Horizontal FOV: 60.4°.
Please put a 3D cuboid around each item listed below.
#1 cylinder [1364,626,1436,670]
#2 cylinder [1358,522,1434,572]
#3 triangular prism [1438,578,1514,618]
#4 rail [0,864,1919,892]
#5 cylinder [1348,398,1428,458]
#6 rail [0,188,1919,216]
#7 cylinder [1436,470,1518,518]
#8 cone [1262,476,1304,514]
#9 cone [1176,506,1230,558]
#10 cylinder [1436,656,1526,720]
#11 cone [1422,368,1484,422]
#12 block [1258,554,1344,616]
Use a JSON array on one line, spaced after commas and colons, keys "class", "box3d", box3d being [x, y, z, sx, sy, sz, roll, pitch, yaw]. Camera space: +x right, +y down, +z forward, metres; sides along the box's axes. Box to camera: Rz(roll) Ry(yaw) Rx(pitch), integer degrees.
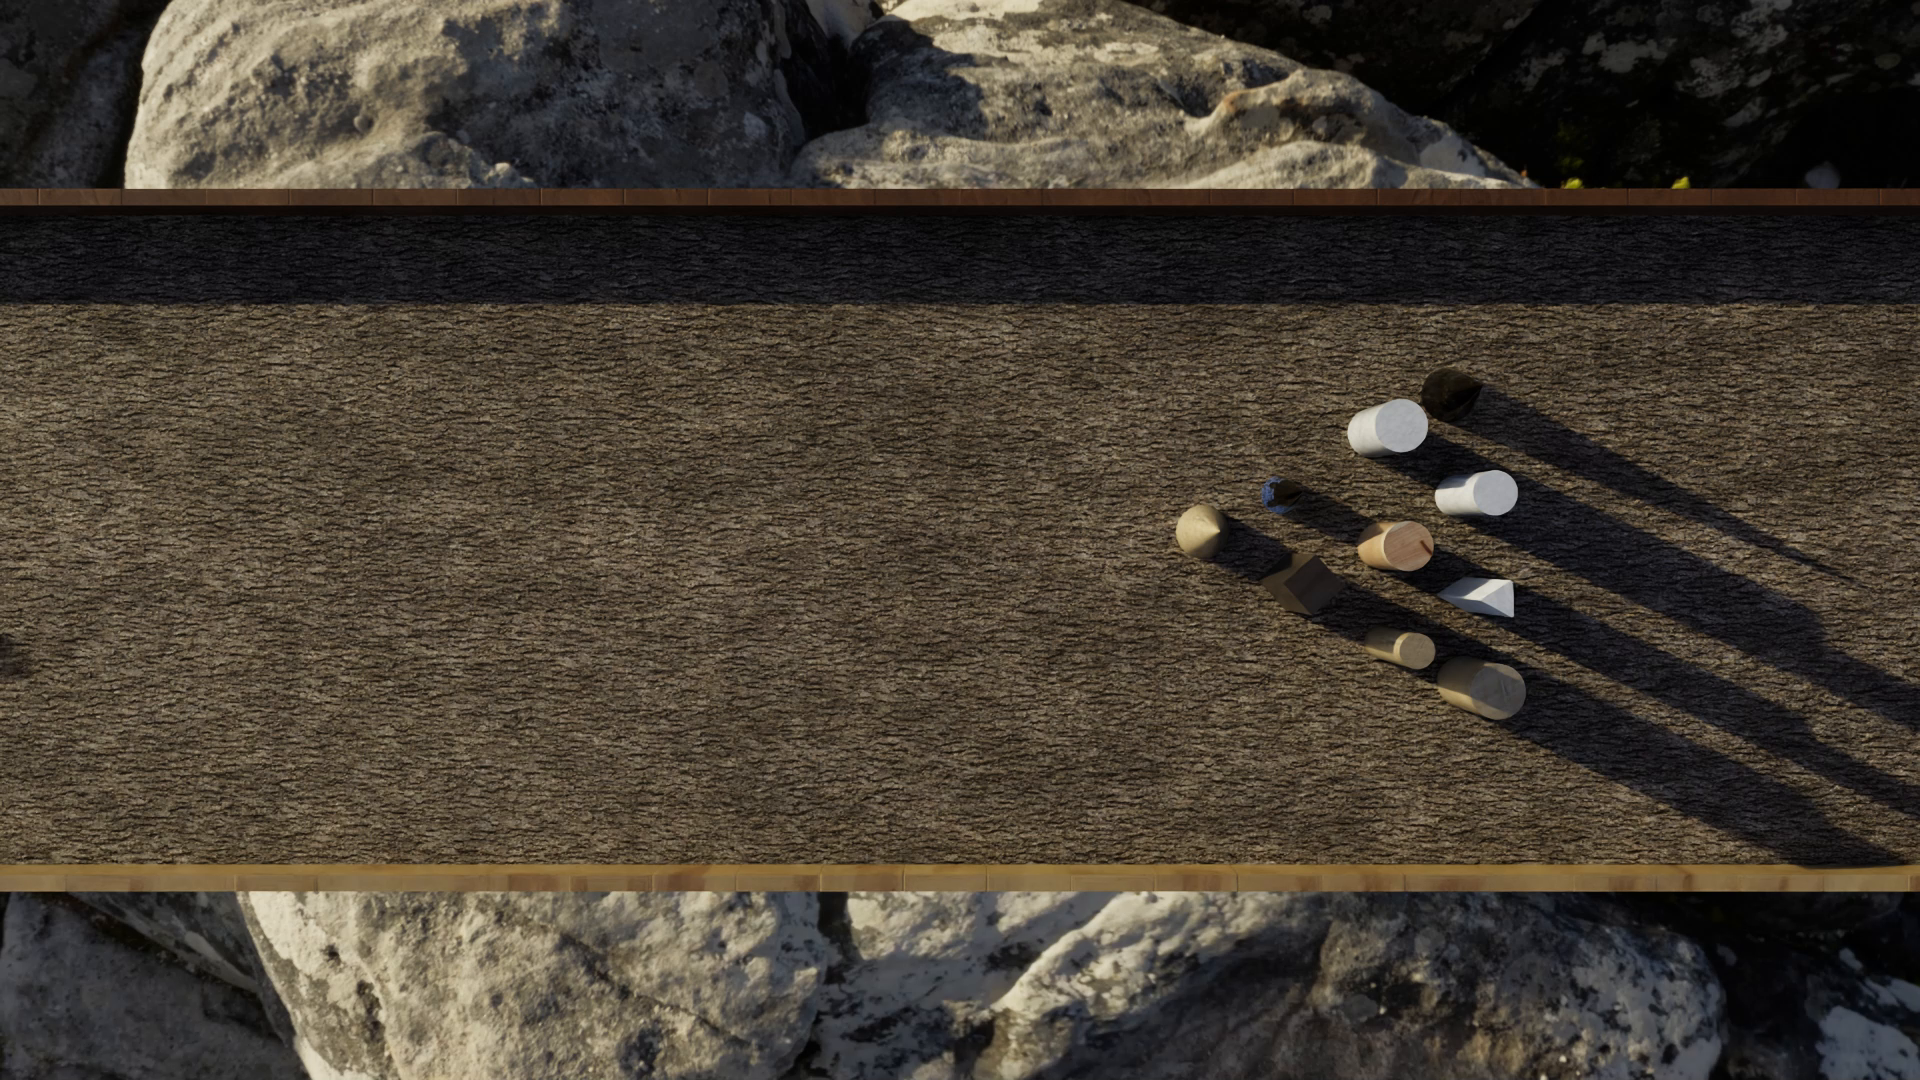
[{"class": "cylinder", "box3d": [1.295, 0.315, 4.872, 0.102, 0.408, 0.102, 0, 90, 0]}, {"class": "cylinder", "box3d": [1.295, 0.018, 4.918, 0.145, 0.316, 0.145, 0, 90, 0]}, {"class": "triangular prism", "box3d": [1.533, 0.154, 4.859, 0.103, 0.434, 0.089, 28, 90, 0]}, {"class": "rail", "box3d": [-2.247, 1.025, 5.001, 12.000, 0.150, 0.050, 0, 90, 0]}, {"class": "cylinder", "box3d": [1.270, -0.329, 4.911, 0.154, 0.332, 0.154, 0, 90, 0]}, {"class": "rail", "box3d": [-2.247, -1.025, 5.002, 12.000, 0.150, 0.050, 0, 90, 0]}, {"class": "cylinder", "box3d": [1.527, -0.134, 4.890, 0.130, 0.373, 0.130, 0, 90, 0]}, {"class": "cone", "box3d": [0.985, -0.140, 4.898, 0.117, 0.357, 0.117, 0, 90, 0]}, {"class": "cone", "box3d": [0.748, -0.025, 4.908, 0.165, 0.337, 0.165, 0, 90, 0]}, {"class": "cylinder", "box3d": [1.548, 0.437, 4.910, 0.161, 0.332, 0.161, 0, 90, 0]}, {"class": "cone", "box3d": [1.504, -0.447, 4.905, 0.168, 0.342, 0.168, 0, 90, 0]}, {"class": "block", "box3d": [1.003, 0.127, 4.876, 0.123, 0.402, 0.123, -42, 90, 0]}]
